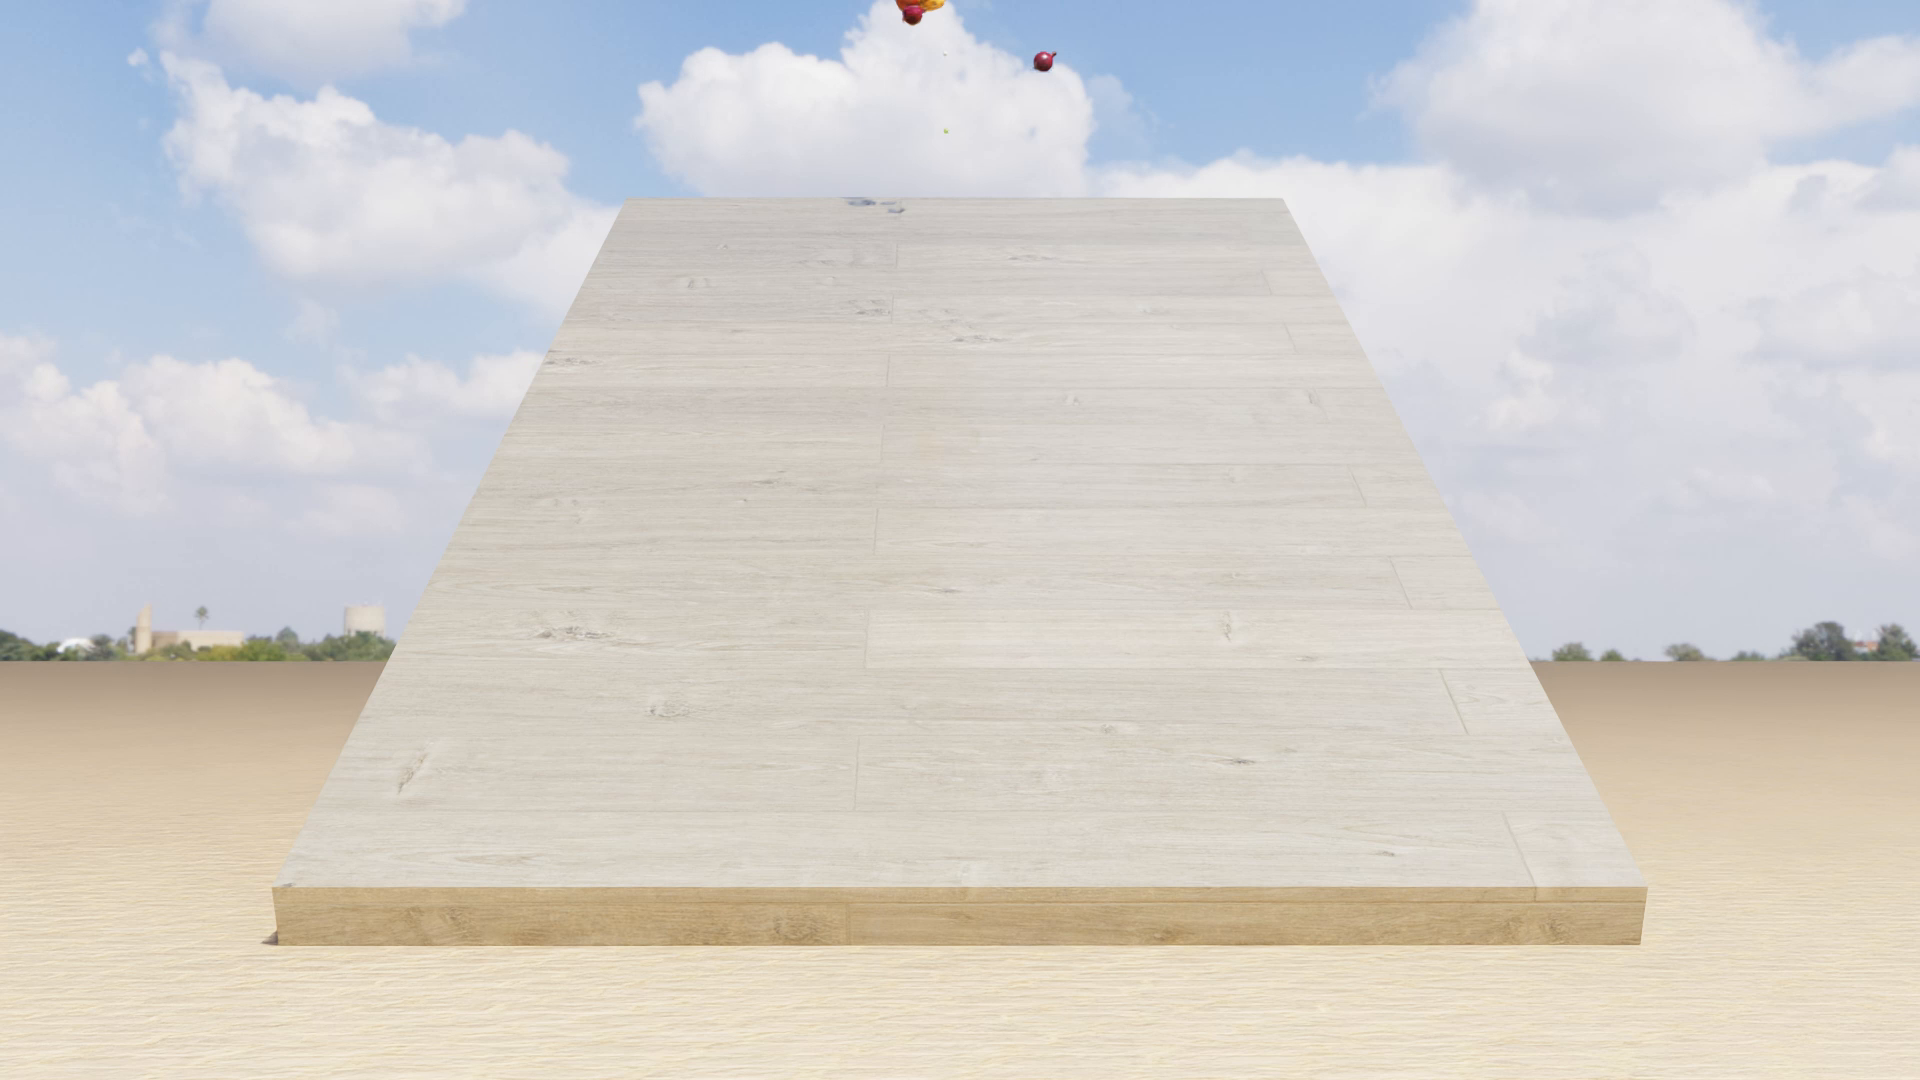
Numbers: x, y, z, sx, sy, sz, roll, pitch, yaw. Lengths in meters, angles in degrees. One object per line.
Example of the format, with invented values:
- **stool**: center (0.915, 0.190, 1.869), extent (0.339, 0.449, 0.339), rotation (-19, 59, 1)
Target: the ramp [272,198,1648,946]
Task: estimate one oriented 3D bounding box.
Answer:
- **ramp**: center (-0.007, -0.225, 5.217), extent (2.000, 0.100, 4.000), rotation (0, 23, 0)
